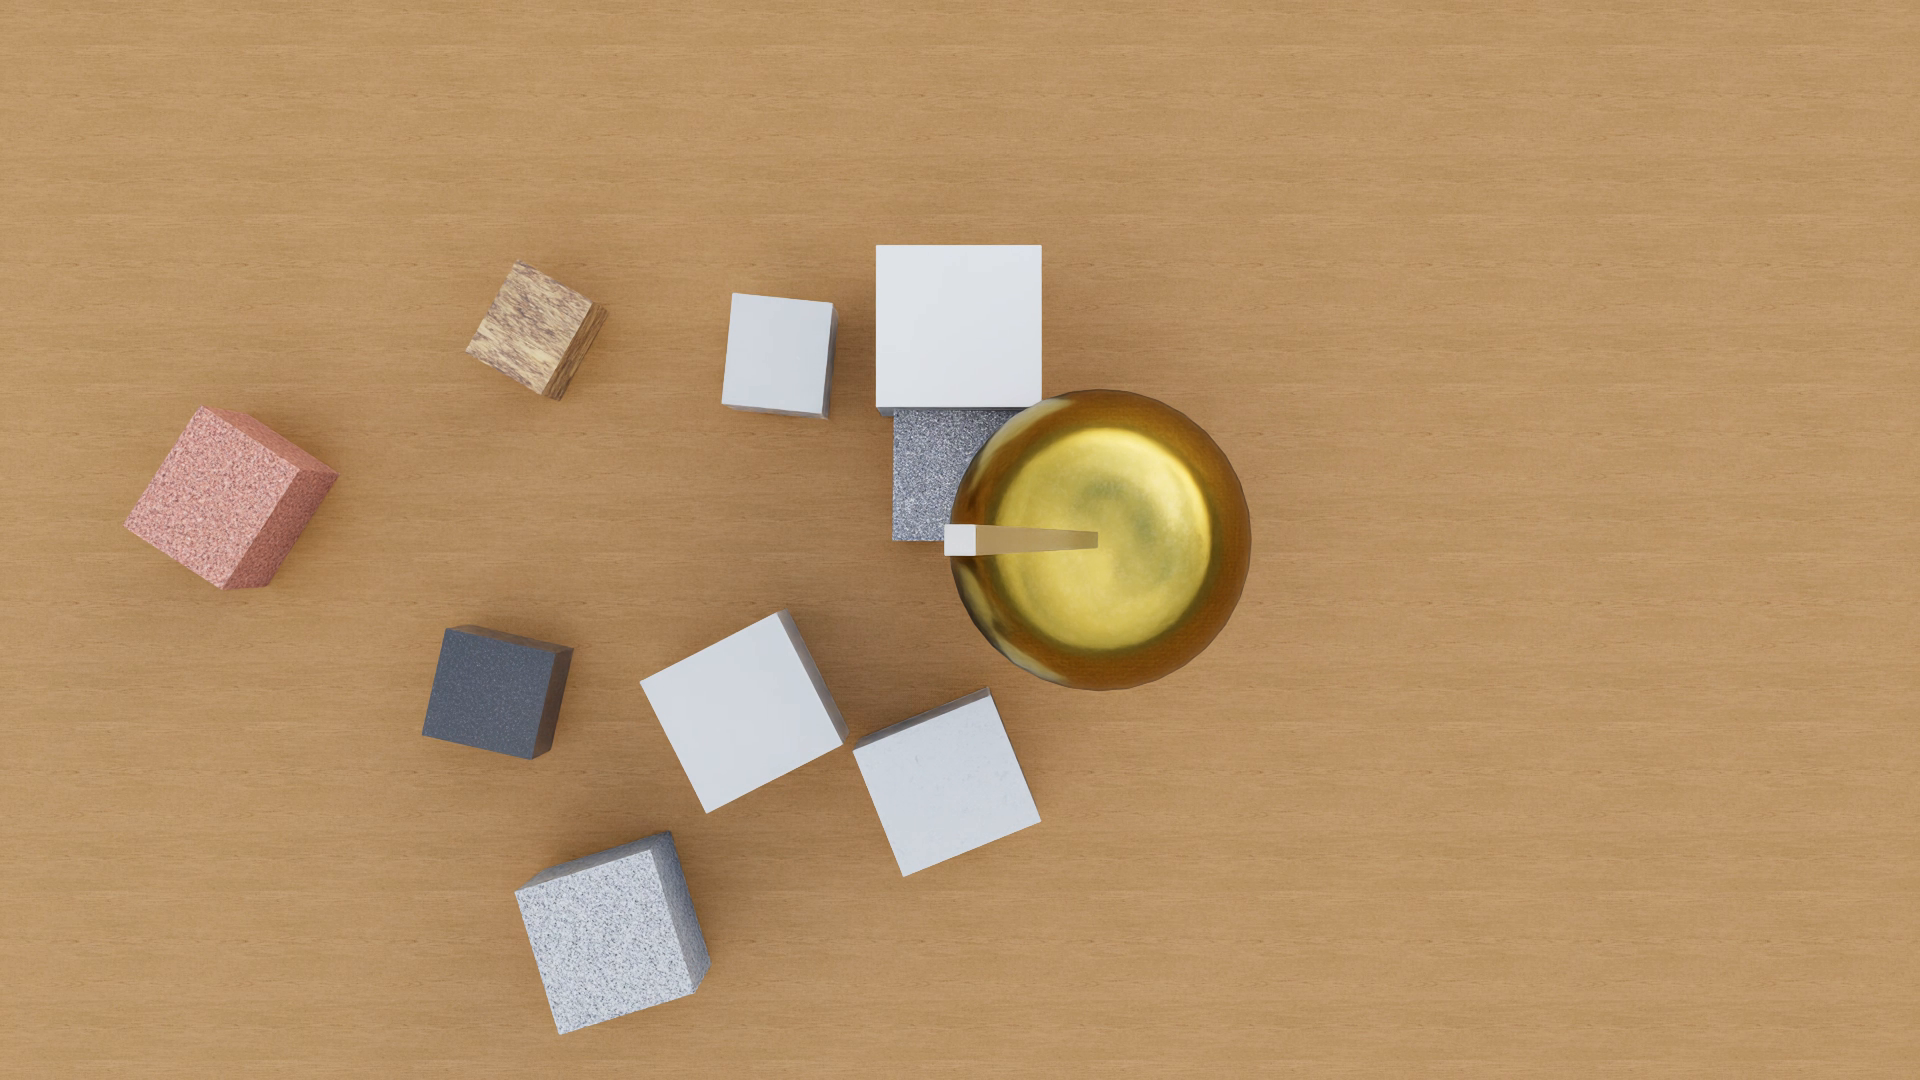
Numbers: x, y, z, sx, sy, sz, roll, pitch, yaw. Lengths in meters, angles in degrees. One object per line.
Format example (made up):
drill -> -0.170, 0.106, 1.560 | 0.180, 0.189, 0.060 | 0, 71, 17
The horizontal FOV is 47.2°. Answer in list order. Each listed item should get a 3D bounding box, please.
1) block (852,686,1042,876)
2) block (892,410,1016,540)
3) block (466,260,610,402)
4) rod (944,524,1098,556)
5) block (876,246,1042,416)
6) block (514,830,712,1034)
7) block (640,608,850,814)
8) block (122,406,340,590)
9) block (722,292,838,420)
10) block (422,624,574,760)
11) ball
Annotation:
block -> -0.072, 1.370, 12.622 | 0.829, 0.755, 0.757 | -22, 90, 0
block -> 0.010, -0.359, 12.669 | 0.771, 0.661, 0.732 | 1, 90, 0
block -> -2.433, -1.204, 12.708 | 0.493, 0.584, 0.606 | 29, 90, 0
rod -> 0.319, 0.000, 8.242 | 0.080, 5.200, 0.080 | 0, 90, 7
block -> -0.007, -1.170, 12.511 | 0.904, 0.978, 0.882 | 0, 90, 0
block -> -1.966, 2.227, 12.585 | 0.786, 0.829, 0.830 | -17, 90, 0
block -> -1.214, 0.961, 12.605 | 0.849, 0.790, 0.821 | -27, 90, 0
block -> -4.159, -0.236, 12.606 | 0.659, 0.789, 0.798 | 33, 90, 0
block -> -1.029, -1.050, 12.684 | 0.565, 0.631, 0.625 | 6, 90, 0
block -> -2.660, 0.870, 12.703 | 0.636, 0.595, 0.619 | 13, 90, 0
ball -> 0.736, 0.000, 11.616 | 1.600, 1.600, 1.600 | 0, 90, 0
